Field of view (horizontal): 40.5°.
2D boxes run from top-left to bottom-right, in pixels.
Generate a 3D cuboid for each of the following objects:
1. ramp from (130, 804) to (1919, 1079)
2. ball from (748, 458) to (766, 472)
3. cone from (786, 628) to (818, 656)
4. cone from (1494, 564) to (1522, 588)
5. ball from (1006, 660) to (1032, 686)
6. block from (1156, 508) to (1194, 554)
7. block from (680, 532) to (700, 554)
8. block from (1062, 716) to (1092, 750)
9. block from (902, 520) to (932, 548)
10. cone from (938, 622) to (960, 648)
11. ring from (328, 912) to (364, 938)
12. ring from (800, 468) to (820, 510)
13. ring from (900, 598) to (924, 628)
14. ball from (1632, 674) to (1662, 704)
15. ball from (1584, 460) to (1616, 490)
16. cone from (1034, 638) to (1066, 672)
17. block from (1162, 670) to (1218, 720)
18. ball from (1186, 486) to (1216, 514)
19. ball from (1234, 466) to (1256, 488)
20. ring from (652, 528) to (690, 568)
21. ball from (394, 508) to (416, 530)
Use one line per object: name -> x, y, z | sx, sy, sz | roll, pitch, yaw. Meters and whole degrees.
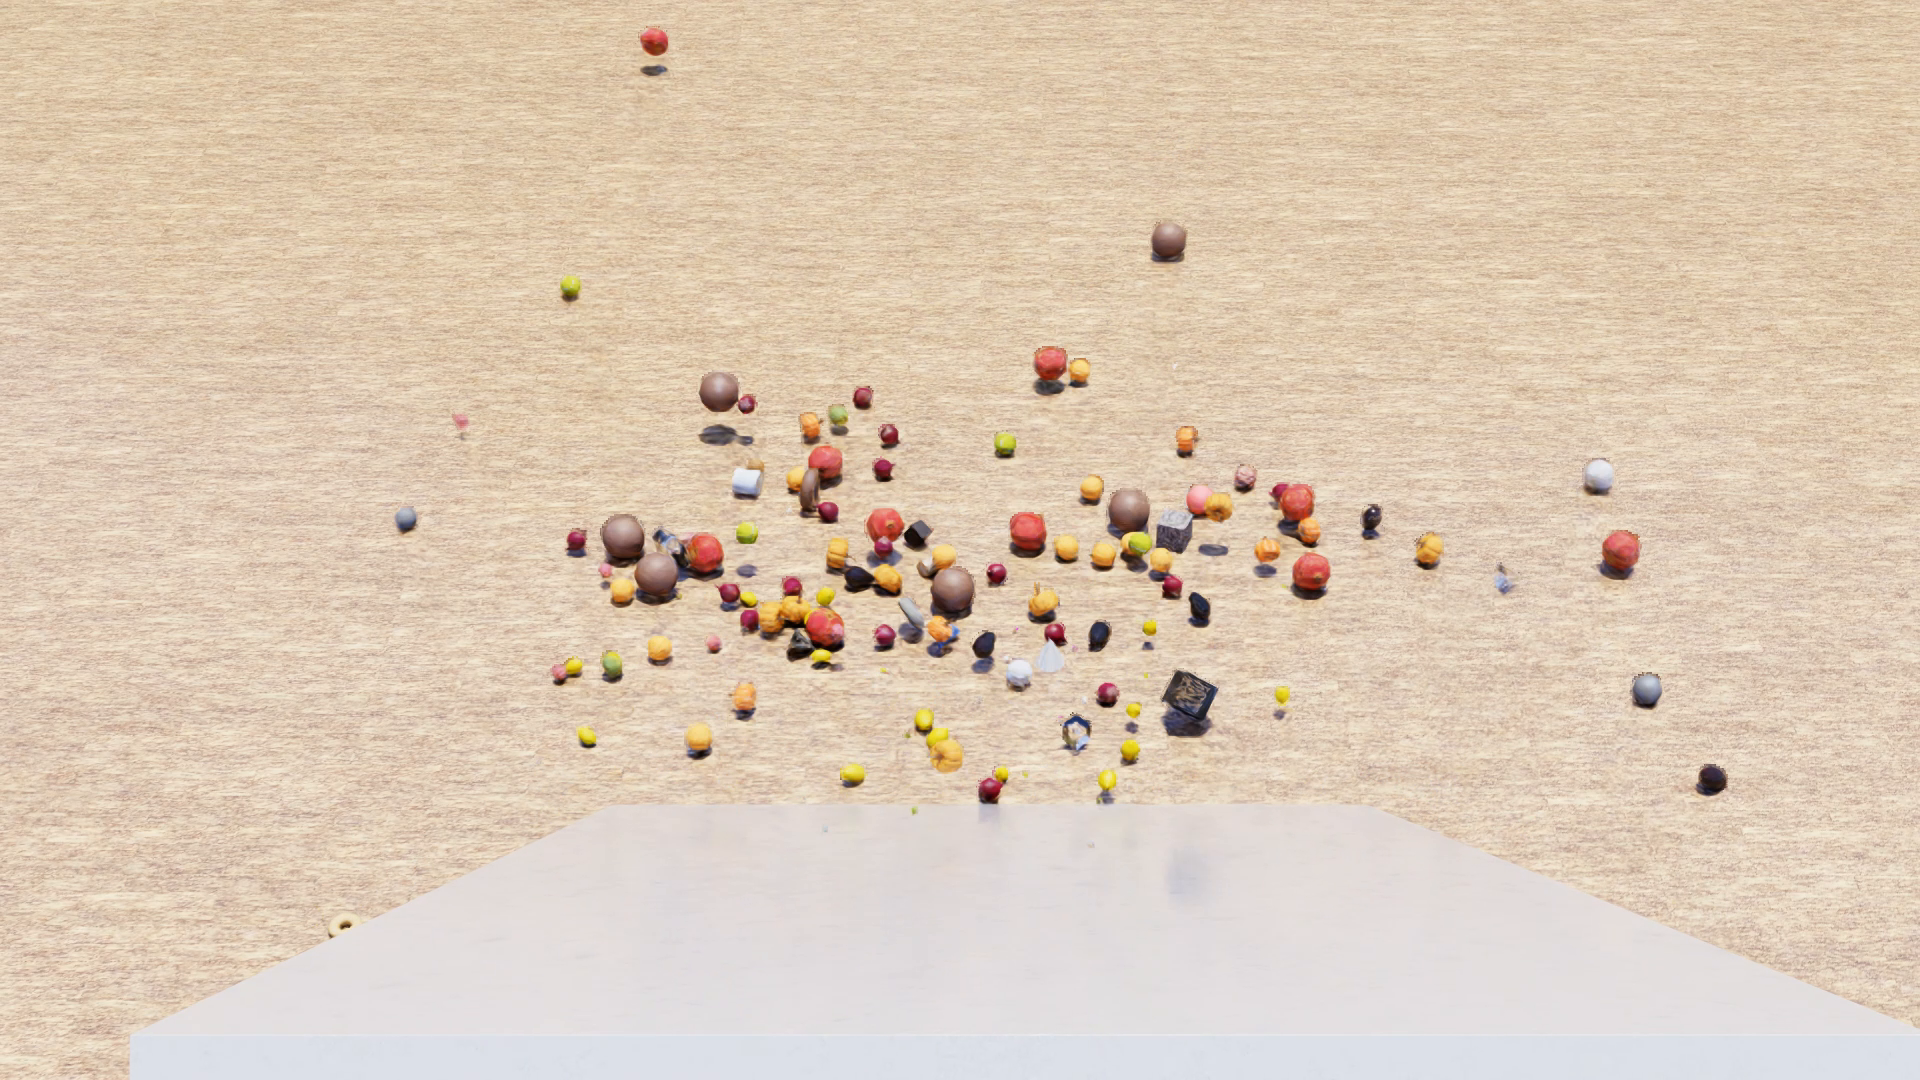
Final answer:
ramp -> 0.079, 0.675, 4.879 | 2.000, 0.100, 4.000 | 0, -2, 0
ball -> -0.647, -0.234, 8.252 | 0.056, 0.056, 0.056 | 0, 36, 0
cone -> -0.447, 0.309, 7.512 | 0.084, 0.084, 0.084 | 21, 35, -9
cone -> 1.647, 0.110, 7.765 | 0.073, 0.073, 0.073 | 3, 34, -16
ball -> 0.169, 0.377, 7.395 | 0.075, 0.075, 0.075 | 0, 36, 0
block -> 0.656, -0.028, 7.942 | 0.087, 0.087, 0.087 | 14, 38, 18
block -> -0.821, 0.010, 7.900 | 0.050, 0.050, 0.050 | -16, 18, 6
block -> 0.321, 0.529, 7.163 | 0.056, 0.056, 0.056 | 31, 49, 33
block -> -0.130, -0.019, 7.936 | 0.054, 0.054, 0.054 | 47, 42, 10
cone -> -0.045, 0.287, 7.556 | 0.071, 0.071, 0.071 | 16, 66, 21
ring -> -1.560, 0.983, 6.600 | 0.089, 0.030, 0.089 | 1, 37, -1
ring -> -0.466, -0.160, 8.083 | 0.045, 0.134, 0.134 | 12, 37, 6
ring -> -0.139, 0.213, 7.566 | 0.035, 0.106, 0.106 | -35, 41, 3
ball -> 1.939, 0.421, 7.329 | 0.082, 0.082, 0.082 | 0, 36, 0
ball -> 2.013, -0.204, 8.178 | 0.095, 0.095, 0.095 | 0, 36, 0
cone -> 0.259, 0.315, 7.468 | 0.089, 0.089, 0.089 | 0, 36, 0
block -> 0.639, 0.431, 7.229 | 0.099, 0.099, 0.099 | 29, -6, -14
ball -> 0.748, -0.124, 8.072 | 0.090, 0.090, 0.090 | 0, 36, 0
ball -> 0.899, -0.197, 8.189 | 0.070, 0.070, 0.070 | 0, 36, 0
ring -> -0.866, 0.026, 7.814 | 0.048, 0.144, 0.144 | -43, 51, -17
ball -> -1.709, -0.067, 8.012 | 0.068, 0.068, 0.068 | 0, 36, 0
